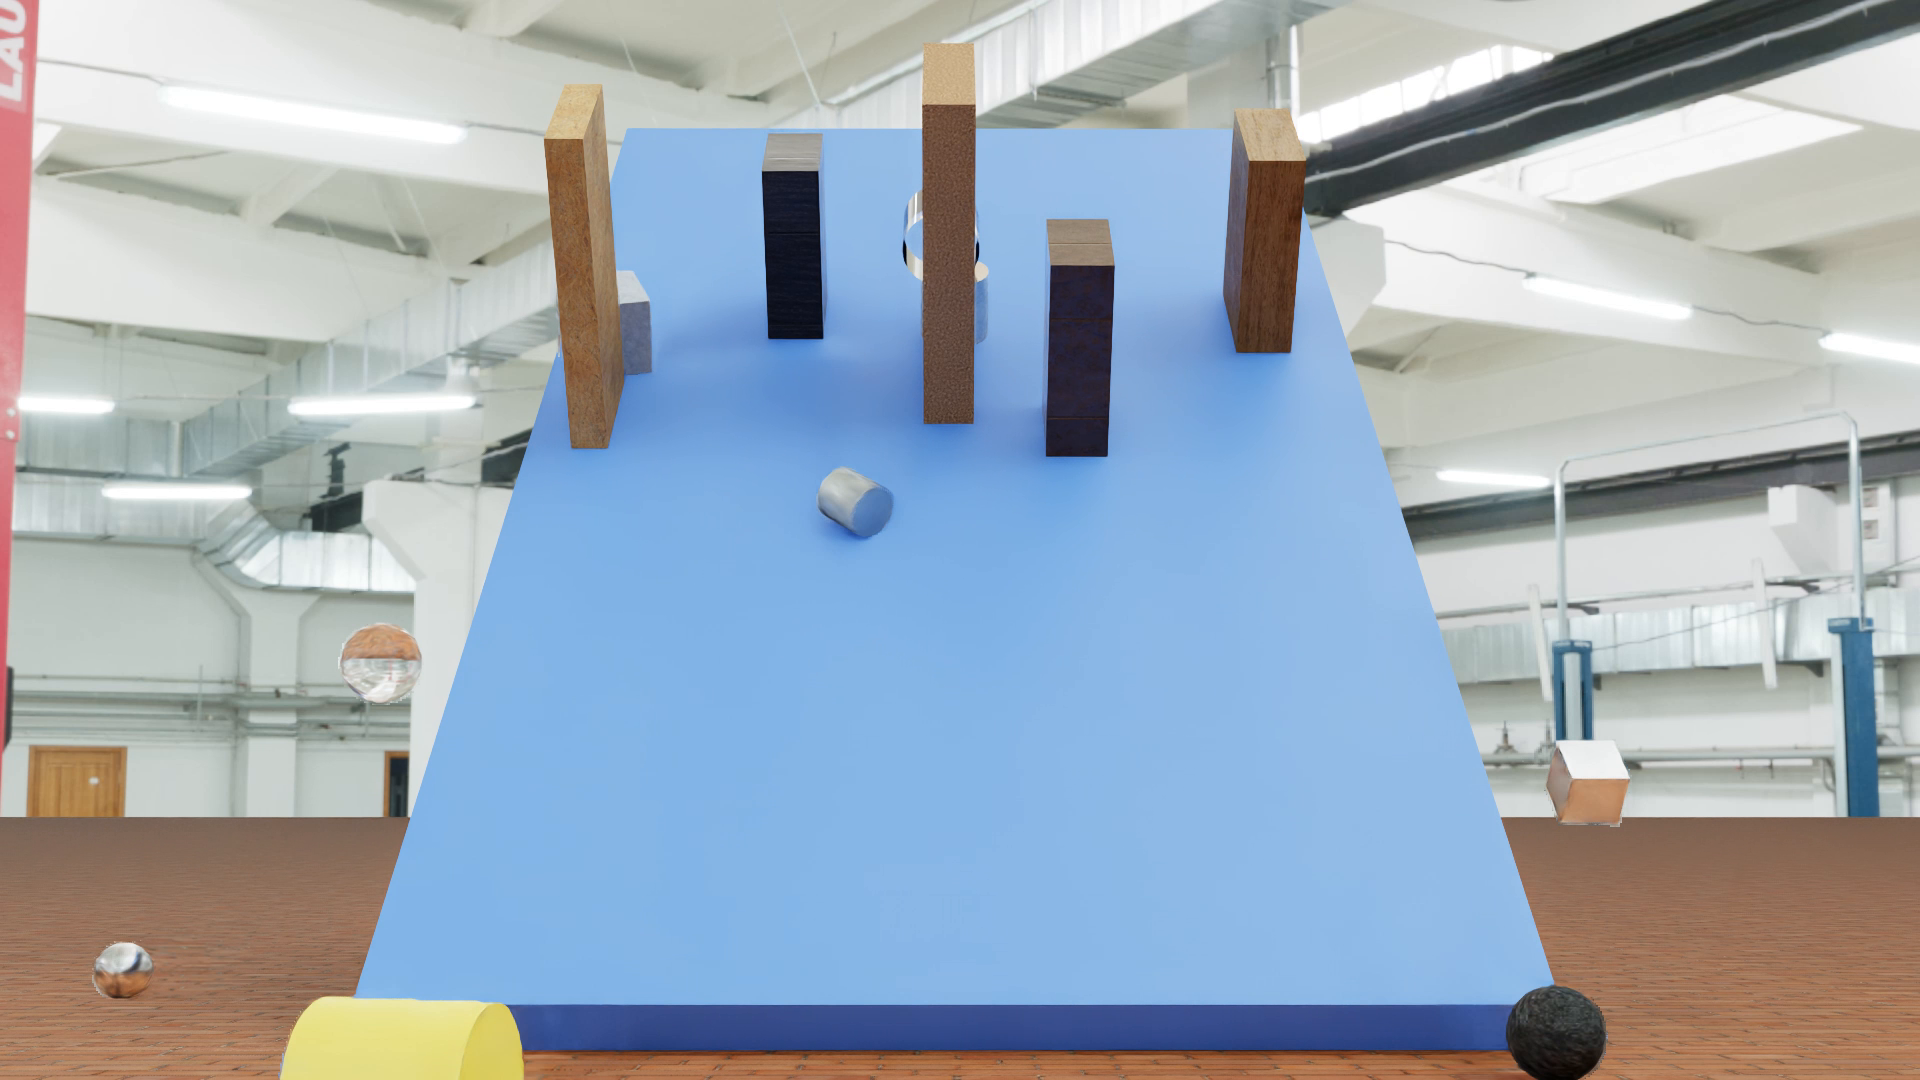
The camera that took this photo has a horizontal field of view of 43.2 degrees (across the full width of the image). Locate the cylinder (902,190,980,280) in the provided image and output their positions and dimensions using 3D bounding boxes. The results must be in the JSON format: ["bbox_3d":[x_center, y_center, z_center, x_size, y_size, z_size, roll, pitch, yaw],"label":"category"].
[{"bbox_3d":[-0.048,-0.766,6.080,0.192,0.192,0.192,0,31,0],"label":"cylinder"}]

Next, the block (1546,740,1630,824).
[{"bbox_3d":[1.200,0.463,4.636,0.112,0.112,0.112,1,34,-4],"label":"block"}]

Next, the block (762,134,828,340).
[{"bbox_3d":[-0.418,-0.773,6.169,0.140,0.456,0.255,0,31,0],"label":"block"}]

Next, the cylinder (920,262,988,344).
[{"bbox_3d":[-0.014,-0.604,6.164,0.173,0.173,0.173,0,31,0],"label":"cylinder"}]

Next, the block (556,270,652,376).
[{"bbox_3d":[-0.883,-0.533,6.009,0.194,0.194,0.194,-8,31,-18],"label":"block"}]

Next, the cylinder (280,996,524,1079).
[{"bbox_3d":[-0.591,0.588,2.580,0.194,0.194,0.194,0,-6,10],"label":"cylinder"}]

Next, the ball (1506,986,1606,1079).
[{"bbox_3d":[0.878,0.729,3.574,0.142,0.142,0.142,0,-6,0],"label":"ball"}]

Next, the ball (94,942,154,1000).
[{"bbox_3d":[-1.779,0.917,5.155,0.120,0.120,0.120,0,-6,0],"label":"ball"}]

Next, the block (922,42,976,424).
[{"bbox_3d":[-0.027,-0.726,5.754,0.120,0.799,0.411,0,31,0],"label":"block"}]

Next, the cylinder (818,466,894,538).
[{"bbox_3d":[-0.231,-0.084,5.334,0.120,0.120,0.120,29,14,39],"label":"cylinder"}]

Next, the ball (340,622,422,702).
[{"bbox_3d":[-1.332,0.282,5.583,0.184,0.184,0.184,0,-6,0],"label":"ball"}]

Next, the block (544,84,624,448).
[{"bbox_3d":[-0.866,-0.631,5.621,0.085,0.766,0.344,0,31,0],"label":"block"}]

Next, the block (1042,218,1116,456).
[{"bbox_3d":[0.272,-0.469,5.630,0.144,0.485,0.261,0,31,0],"label":"block"}]

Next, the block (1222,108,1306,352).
[{"bbox_3d":[0.766,-0.785,6.138,0.138,0.515,0.355,0,31,0],"label":"block"}]

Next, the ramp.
[{"bbox_3d":[-0.014,-0.205,5.756,2.000,0.100,4.000,0,31,0],"label":"ramp"}]
